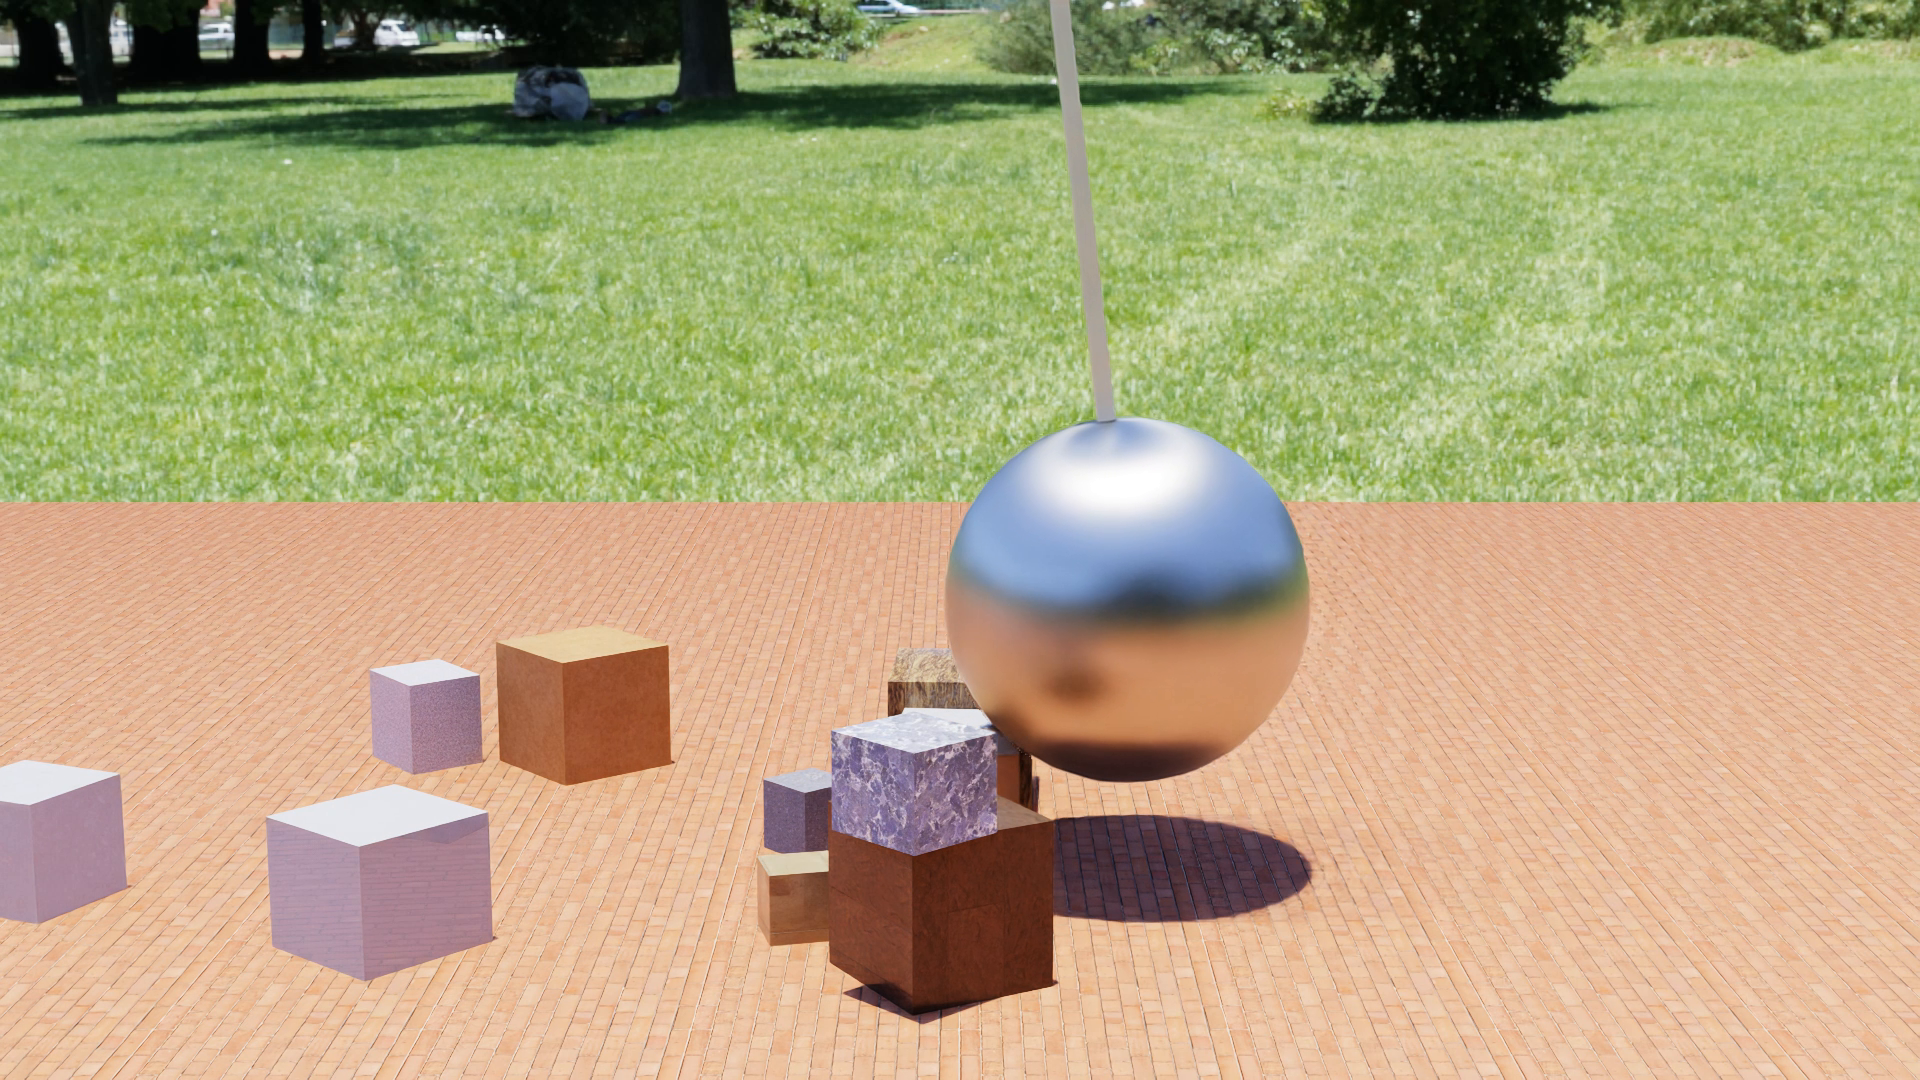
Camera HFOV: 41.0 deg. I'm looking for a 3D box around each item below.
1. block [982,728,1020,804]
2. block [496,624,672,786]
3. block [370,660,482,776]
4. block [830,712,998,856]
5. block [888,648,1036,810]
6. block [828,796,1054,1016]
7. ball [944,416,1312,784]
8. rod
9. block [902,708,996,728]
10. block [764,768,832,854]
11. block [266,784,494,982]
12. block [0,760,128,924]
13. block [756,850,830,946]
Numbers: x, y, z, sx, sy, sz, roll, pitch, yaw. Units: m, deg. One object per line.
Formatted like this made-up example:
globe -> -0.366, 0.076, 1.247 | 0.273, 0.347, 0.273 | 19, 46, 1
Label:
block -> 0.015, 1.181, 11.459 | 0.472, 0.576, 0.465 | 0, 10, -2
block -> -1.936, 0.839, 13.192 | 0.632, 0.630, 0.642 | -9, 13, -40
block -> -2.761, 0.909, 13.265 | 0.394, 0.465, 0.464 | -8, 13, -37
block -> -0.174, 0.914, 9.705 | 0.427, 0.389, 0.461 | -10, 14, -43
block -> 0.018, 0.937, 12.546 | 0.686, 0.667, 0.724 | 1, 10, 3
block -> -0.080, 1.386, 10.072 | 0.626, 0.670, 0.683 | -6, 12, -30
ball -> 0.730, 0.261, 11.228 | 1.600, 1.600, 1.600 | 0, 10, 0
rod -> 0.316, -3.059, 10.624 | 0.080, 5.200, 0.080 | -7, 10, 1
block -> -0.026, 1.107, 11.964 | 0.515, 0.540, 0.466 | 1, 10, 5
block -> -0.689, 1.256, 11.744 | 0.292, 0.326, 0.307 | -9, 14, -41
block -> -2.359, 1.380, 10.437 | 0.625, 0.550, 0.635 | 9, 14, 40
block -> -3.994, 1.289, 11.029 | 0.543, 0.517, 0.533 | 5, 11, 24
block -> -0.657, 1.478, 10.601 | 0.315, 0.299, 0.279 | -3, 11, -14
